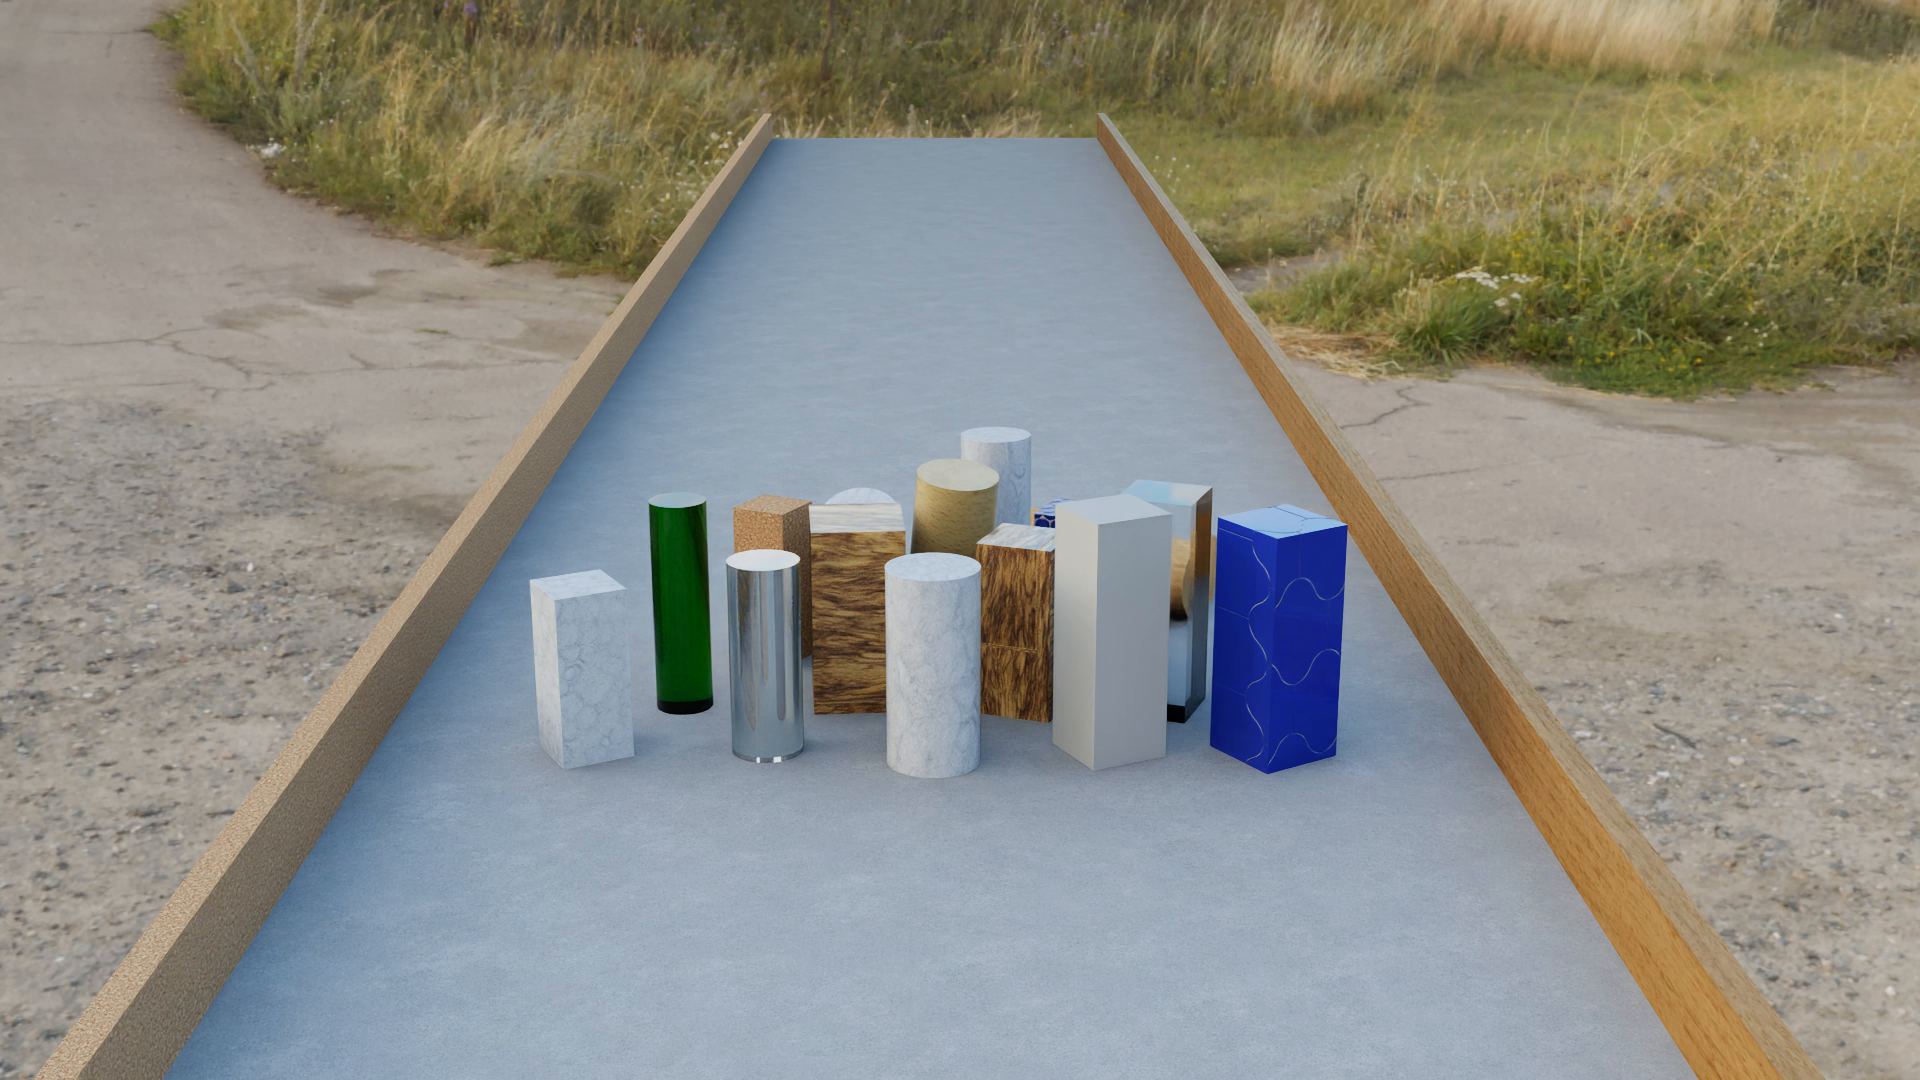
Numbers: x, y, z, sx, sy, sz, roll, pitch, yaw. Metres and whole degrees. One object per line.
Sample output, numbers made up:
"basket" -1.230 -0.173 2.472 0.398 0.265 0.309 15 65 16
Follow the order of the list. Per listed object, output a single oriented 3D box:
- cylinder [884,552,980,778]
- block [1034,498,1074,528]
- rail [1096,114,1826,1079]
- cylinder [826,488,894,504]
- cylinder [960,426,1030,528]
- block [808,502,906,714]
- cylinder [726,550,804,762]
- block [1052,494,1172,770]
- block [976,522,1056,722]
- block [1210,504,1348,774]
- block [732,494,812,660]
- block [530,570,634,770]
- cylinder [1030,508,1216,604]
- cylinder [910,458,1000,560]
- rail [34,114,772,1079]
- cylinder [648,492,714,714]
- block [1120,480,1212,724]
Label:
"cylinder" -0.047 0.218 3.861 0.168 0.360 0.168 0 17 0
"block" 0.229 0.088 4.383 0.127 0.312 0.127 7 18 22
"rail" 0.932 -0.844 7.801 0.050 0.150 12.000 0 17 -1
"cylinder" -0.186 0.066 4.377 0.153 0.325 0.153 -2 45 2
"cylinder" 0.075 -0.032 4.643 0.147 0.391 0.147 0 15 0
"block" -0.194 0.128 4.157 0.173 0.359 0.173 -1 19 -5
"cylinder" -0.346 0.206 3.909 0.129 0.356 0.129 0 17 0
"block" 0.267 0.161 3.895 0.148 0.450 0.148 -8 18 -26
"block" 0.123 0.154 4.127 0.146 0.332 0.146 6 18 20
"block" 0.562 0.173 3.892 0.159 0.430 0.159 -10 19 -31
"block" -0.370 0.082 4.392 0.113 0.318 0.113 8 18 26
"block" -0.671 0.228 3.909 0.131 0.314 0.131 -9 19 -28
"cylinder" 0.339 0.039 4.804 0.430 0.166 0.166 9 19 28
"cylinder" -0.020 0.048 4.352 0.161 0.386 0.161 4 24 -2
"rail" -1.118 -0.838 7.780 0.050 0.150 12.000 0 17 -1
"cylinder" -0.522 0.119 4.117 0.106 0.404 0.106 0 17 0
"block" 0.376 0.113 4.111 0.145 0.419 0.145 6 18 21
